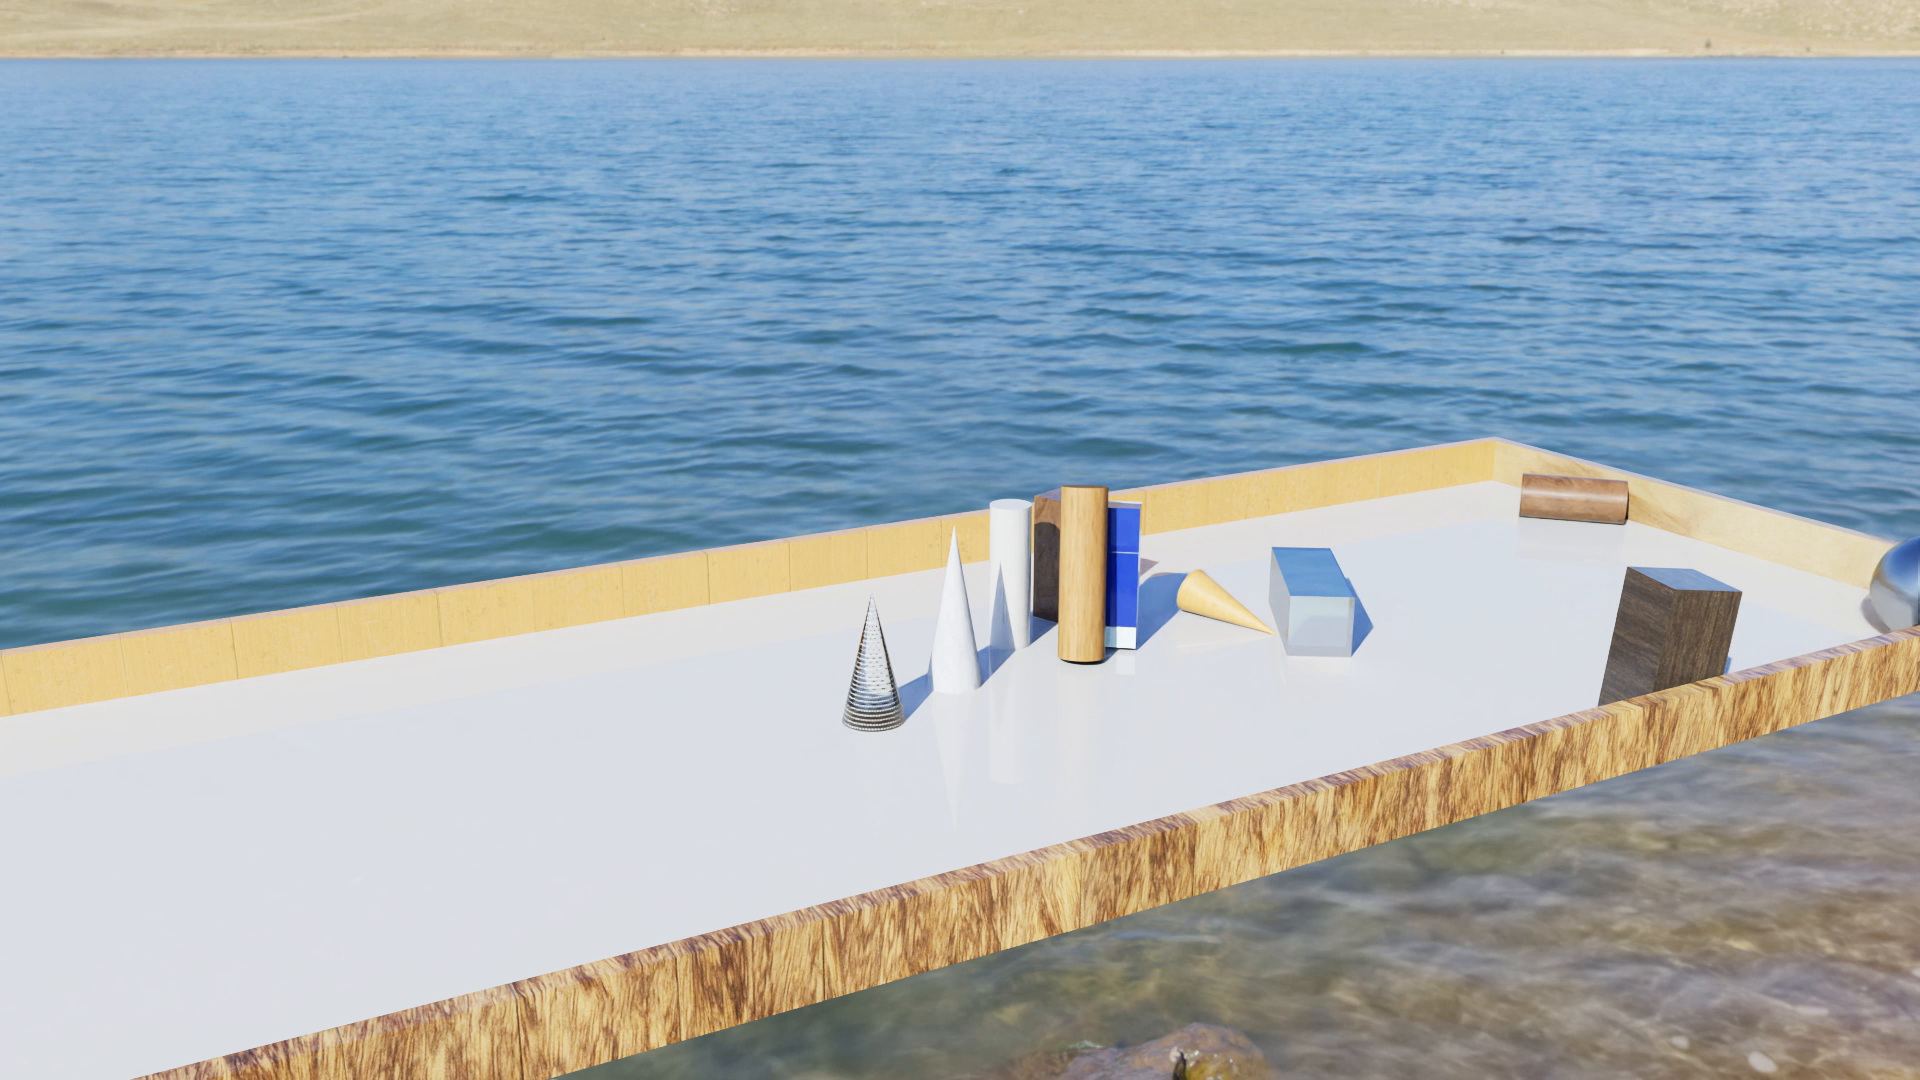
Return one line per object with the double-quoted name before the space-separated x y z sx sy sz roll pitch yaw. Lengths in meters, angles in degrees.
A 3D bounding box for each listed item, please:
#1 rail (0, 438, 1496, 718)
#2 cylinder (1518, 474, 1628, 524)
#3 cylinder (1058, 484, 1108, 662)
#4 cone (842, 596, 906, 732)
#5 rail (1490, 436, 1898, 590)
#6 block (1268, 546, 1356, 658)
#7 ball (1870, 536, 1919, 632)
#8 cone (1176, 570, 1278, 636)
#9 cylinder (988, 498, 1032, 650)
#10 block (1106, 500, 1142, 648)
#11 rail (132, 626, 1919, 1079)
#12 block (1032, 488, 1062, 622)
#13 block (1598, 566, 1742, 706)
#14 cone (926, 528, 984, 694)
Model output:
"rail" -3.305 0.497 3.399 12.000 0.150 0.050 -9 18 -27
"cylinder" 2.069 -0.141 5.571 0.333 0.148 0.148 5 17 18
"cylinder" 0.318 0.083 4.257 0.123 0.444 0.123 1 6 0
"cone" -0.204 0.272 3.863 0.152 0.320 0.152 0 16 0
"rail" 2.466 -0.048 5.253 0.050 0.150 2.100 -9 18 -27
"block" 0.955 0.163 4.506 0.165 0.165 0.448 1 16 4
"ball" 2.585 0.132 4.375 0.299 0.299 0.299 0 16 0
"cone" 0.758 0.200 4.564 0.127 0.127 0.302 -16 35 -43
"cylinder" 0.133 0.092 4.359 0.110 0.385 0.110 0 16 0
"block" 0.418 0.090 4.372 0.112 0.373 0.112 3 11 9
"rail" -2.336 1.006 1.665 12.000 0.150 0.050 -9 18 -27
"block" 0.287 0.044 4.584 0.117 0.350 0.117 14 22 40
"block" 1.644 0.257 3.829 0.177 0.351 0.177 2 15 -14
"cone" -0.014 0.160 4.078 0.143 0.413 0.143 0 16 0
